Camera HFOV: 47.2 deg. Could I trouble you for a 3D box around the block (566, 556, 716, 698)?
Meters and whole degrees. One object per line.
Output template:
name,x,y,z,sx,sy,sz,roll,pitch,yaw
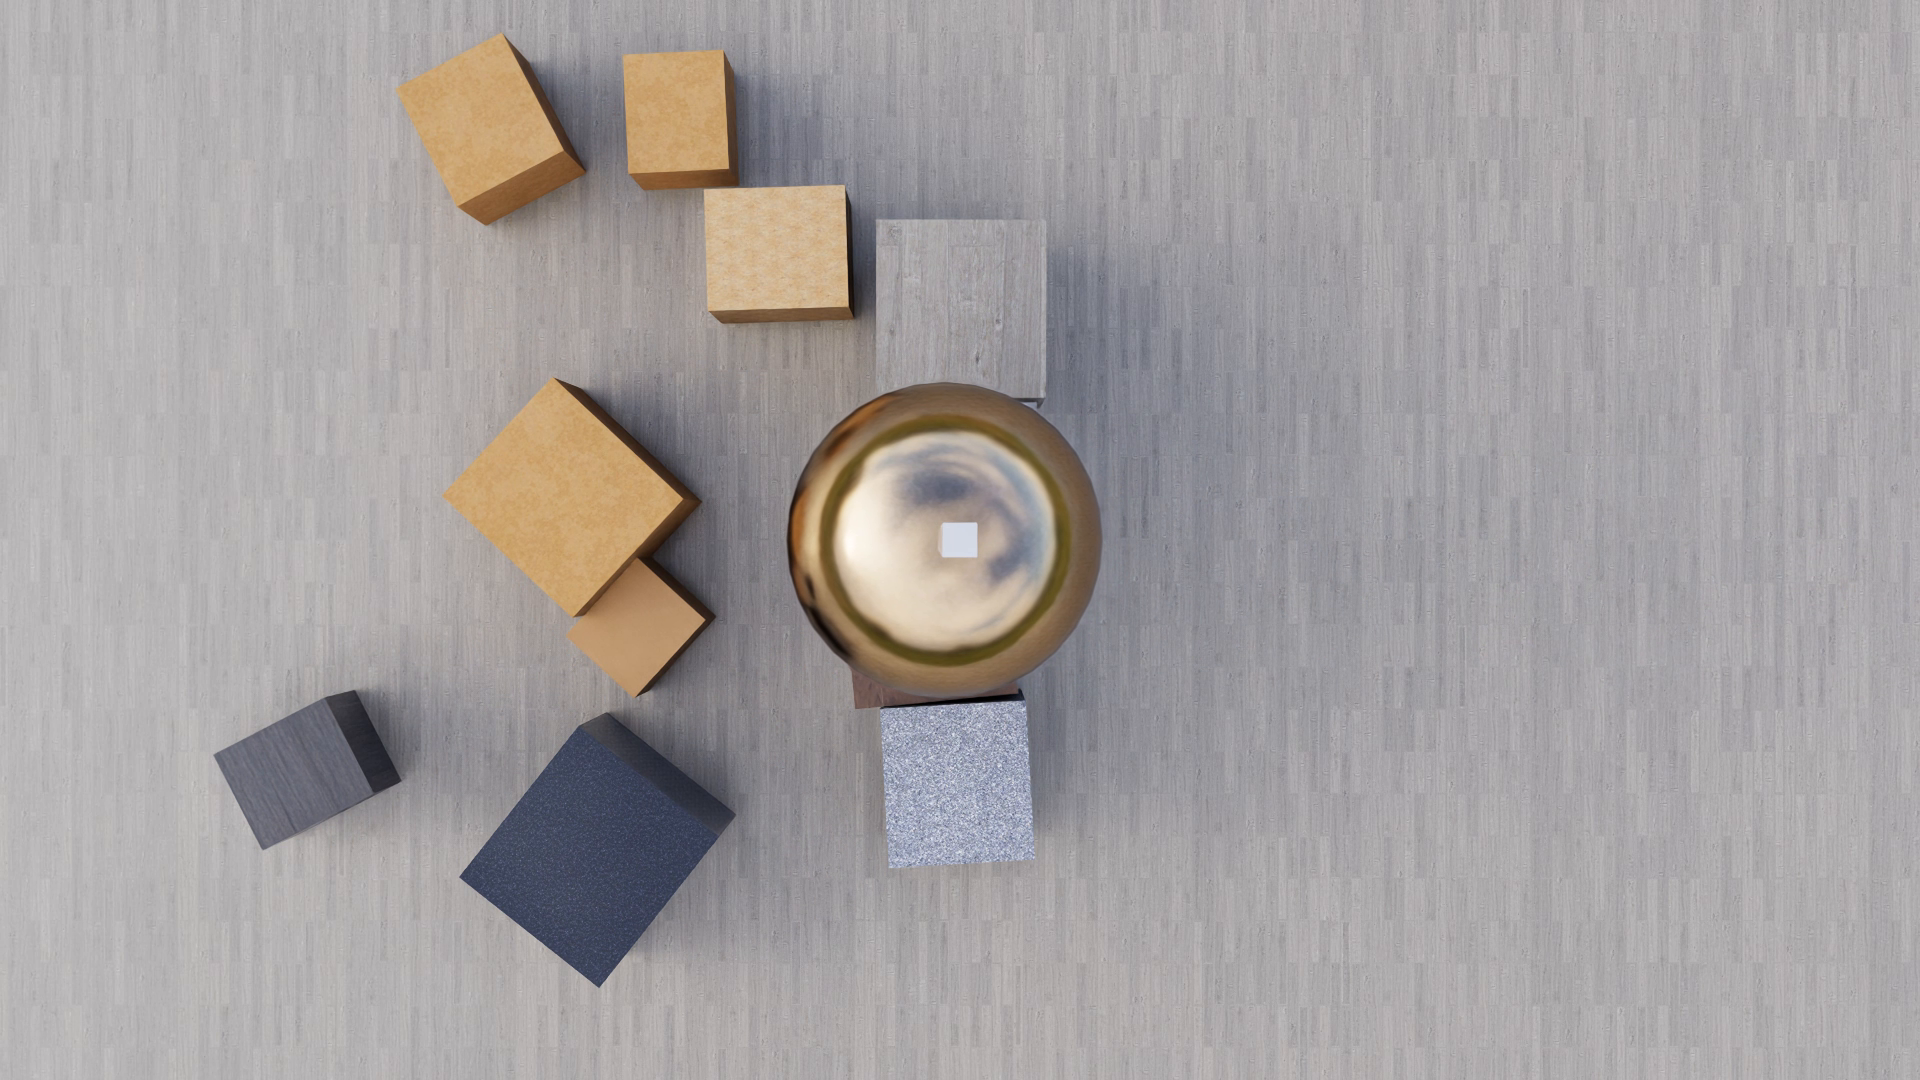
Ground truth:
block,-1.834,0.496,12.711,0.524,0.577,0.599,42,90,0

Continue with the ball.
ball,-0.078,0.000,11.114,1.600,1.600,1.600,0,90,0

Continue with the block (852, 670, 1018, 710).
block,-0.168,0.488,12.576,0.905,0.848,0.811,-6,90,0

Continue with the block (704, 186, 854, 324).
block,-1.025,-1.630,12.635,0.786,0.731,0.678,-2,90,0

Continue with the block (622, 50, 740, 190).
block,-1.603,-2.416,12.702,0.567,0.596,0.672,-3,90,0

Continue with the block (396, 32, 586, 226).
block,-2.677,-2.342,12.624,0.674,0.752,0.742,-28,90,0

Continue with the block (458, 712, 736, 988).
block,-2.032,1.736,12.520,0.980,0.960,1.059,38,90,0

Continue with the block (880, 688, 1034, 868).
block,-0.014,1.338,12.525,0.800,0.951,0.873,-3,90,0

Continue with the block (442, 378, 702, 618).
block,-2.189,-0.235,12.555,0.985,0.891,0.895,43,90,0

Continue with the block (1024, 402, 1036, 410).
block,0.009,-0.363,12.598,0.832,0.803,0.803,0,90,0

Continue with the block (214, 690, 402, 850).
block,-3.752,1.318,12.690,0.706,0.621,0.610,-27,90,0

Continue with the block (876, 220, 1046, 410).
block,0.007,-1.259,12.480,0.925,1.040,0.968,0,90,0

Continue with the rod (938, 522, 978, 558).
rod,-0.034,0.000,7.714,0.080,5.200,0.080,0,90,-1
